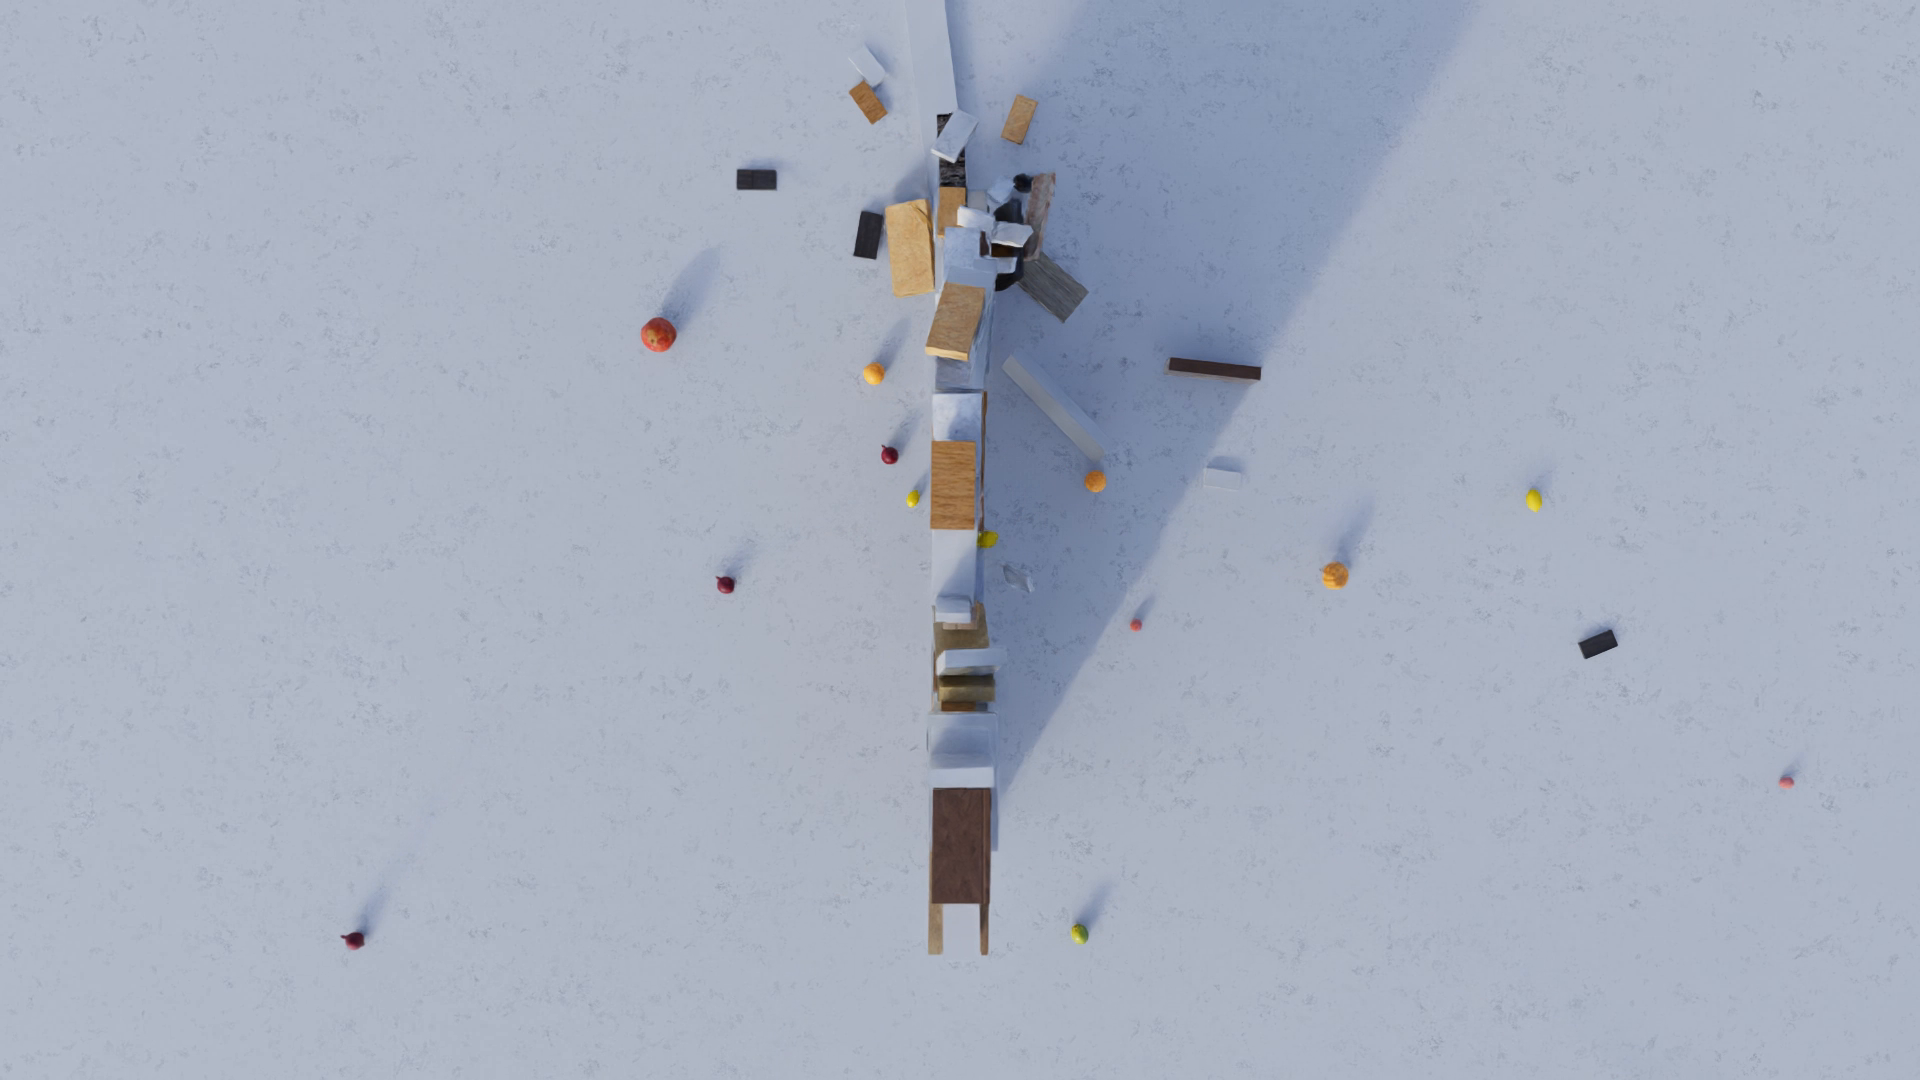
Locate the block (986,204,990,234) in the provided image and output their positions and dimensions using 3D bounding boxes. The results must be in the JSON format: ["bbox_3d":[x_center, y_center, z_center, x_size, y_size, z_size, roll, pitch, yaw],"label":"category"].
[{"bbox_3d":[0.090,-1.030,5.331,0.014,0.049,0.097,0,58,0],"label":"block"}]

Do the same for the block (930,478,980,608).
[{"bbox_3d":[-0.013,0.004,4.583,0.121,0.034,0.359,3,95,1],"label":"block"}]

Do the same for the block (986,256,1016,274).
[{"bbox_3d":[0.123,-0.858,5.154,0.014,0.154,0.049,11,90,-35],"label":"block"}]

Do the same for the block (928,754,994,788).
[{"bbox_3d":[0.002,0.553,3.968,0.153,0.307,0.043,-1,89,0],"label":"block"}]

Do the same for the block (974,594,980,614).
[{"bbox_3d":[0.002,0.183,4.829,0.093,0.186,0.026,-1,102,-5],"label":"block"}]

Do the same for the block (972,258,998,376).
[{"bbox_3d":[0.062,-0.655,4.831,0.071,0.020,0.355,4,76,1],"label":"block"}]

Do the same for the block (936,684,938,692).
[{"bbox_3d":[-0.012,0.313,4.810,0.092,0.502,0.026,1,115,1],"label":"block"}]

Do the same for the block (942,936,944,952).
[{"bbox_3d":[0.002,0.996,4.116,0.090,0.179,0.025,0,88,0],"label":"block"}]

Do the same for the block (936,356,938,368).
[{"bbox_3d":[0.000,-0.448,4.804,0.131,0.037,0.306,-2,71,-1],"label":"block"}]

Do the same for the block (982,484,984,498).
[{"bbox_3d":[0.000,-0.251,4.774,0.131,0.037,0.261,-1,71,0],"label":"block"}]

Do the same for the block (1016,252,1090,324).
[{"bbox_3d":[0.287,-0.856,5.482,0.261,0.037,0.131,40,90,0],"label":"block"}]

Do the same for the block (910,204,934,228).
[{"bbox_3d":[-0.117,-1.014,5.159,0.016,0.114,0.057,-42,81,9],"label":"block"}]

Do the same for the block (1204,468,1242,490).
[{"bbox_3d":[0.874,-0.202,5.492,0.117,0.017,0.059,9,90,0],"label":"block"}]

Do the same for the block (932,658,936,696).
[{"bbox_3d":[-0.001,0.403,4.709,0.150,0.301,0.043,0,113,0],"label":"block"}]

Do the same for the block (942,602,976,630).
[{"bbox_3d":[-0.005,0.180,4.710,0.093,0.497,0.026,0,102,-1],"label":"block"}]

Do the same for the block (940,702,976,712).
[{"bbox_3d":[-0.005,0.461,4.426,0.092,0.185,0.026,0,103,0],"label":"block"}]

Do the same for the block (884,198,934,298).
[{"bbox_3d":[-0.158,-0.963,5.442,0.149,0.042,0.299,-7,87,24],"label":"block"}]

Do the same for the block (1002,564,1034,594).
[{"bbox_3d":[0.181,0.120,5.159,0.017,0.117,0.059,-32,127,-26],"label":"block"}]

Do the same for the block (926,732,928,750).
[{"bbox_3d":[0.002,0.520,4.345,0.173,0.346,0.049,1,86,0],"label":"block"}]

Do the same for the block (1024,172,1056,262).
[{"bbox_3d":[0.245,-1.041,5.307,0.075,0.021,0.337,-6,59,34],"label":"block"}]

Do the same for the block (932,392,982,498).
[{"bbox_3d":[-0.008,-0.254,4.651,0.136,0.039,0.319,0,100,1],"label":"block"}]

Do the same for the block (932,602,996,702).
[{"bbox_3d":[0.006,0.311,4.671,0.153,0.491,0.043,-1,116,-3],"label":"block"}]

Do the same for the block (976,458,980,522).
[{"bbox_3d":[-0.002,-0.155,4.634,0.105,0.030,0.211,-2,100,1],"label":"block"}]

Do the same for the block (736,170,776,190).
[{"bbox_3d":[-0.677,-1.198,5.491,0.131,0.019,0.066,0,90,0],"label":"block"}]

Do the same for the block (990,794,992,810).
[{"bbox_3d":[0.007,0.634,3.991,0.135,0.269,0.038,1,81,0],"label":"block"}]

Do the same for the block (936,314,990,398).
[{"bbox_3d":[0.008,-0.531,4.727,0.136,0.039,0.273,4,58,2],"label":"block"}]

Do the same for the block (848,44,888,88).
[{"bbox_3d":[-0.306,-1.577,5.491,0.066,0.019,0.131,-39,90,0],"label":"block"}]

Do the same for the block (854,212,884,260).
[{"bbox_3d":[-0.304,-1.012,5.489,0.075,0.021,0.150,10,90,0],"label":"block"}]

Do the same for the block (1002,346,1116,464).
[{"bbox_3d":[0.321,-0.442,5.422,0.448,0.149,0.042,46,74,0],"label":"block"}]

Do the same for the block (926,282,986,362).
[{"bbox_3d":[-0.011,-0.624,4.695,0.121,0.034,0.242,11,59,7],"label":"block"}]

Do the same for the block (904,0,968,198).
[{"bbox_3d":[-0.081,-1.492,5.482,0.131,0.037,0.690,-7,90,0],"label":"block"}]
